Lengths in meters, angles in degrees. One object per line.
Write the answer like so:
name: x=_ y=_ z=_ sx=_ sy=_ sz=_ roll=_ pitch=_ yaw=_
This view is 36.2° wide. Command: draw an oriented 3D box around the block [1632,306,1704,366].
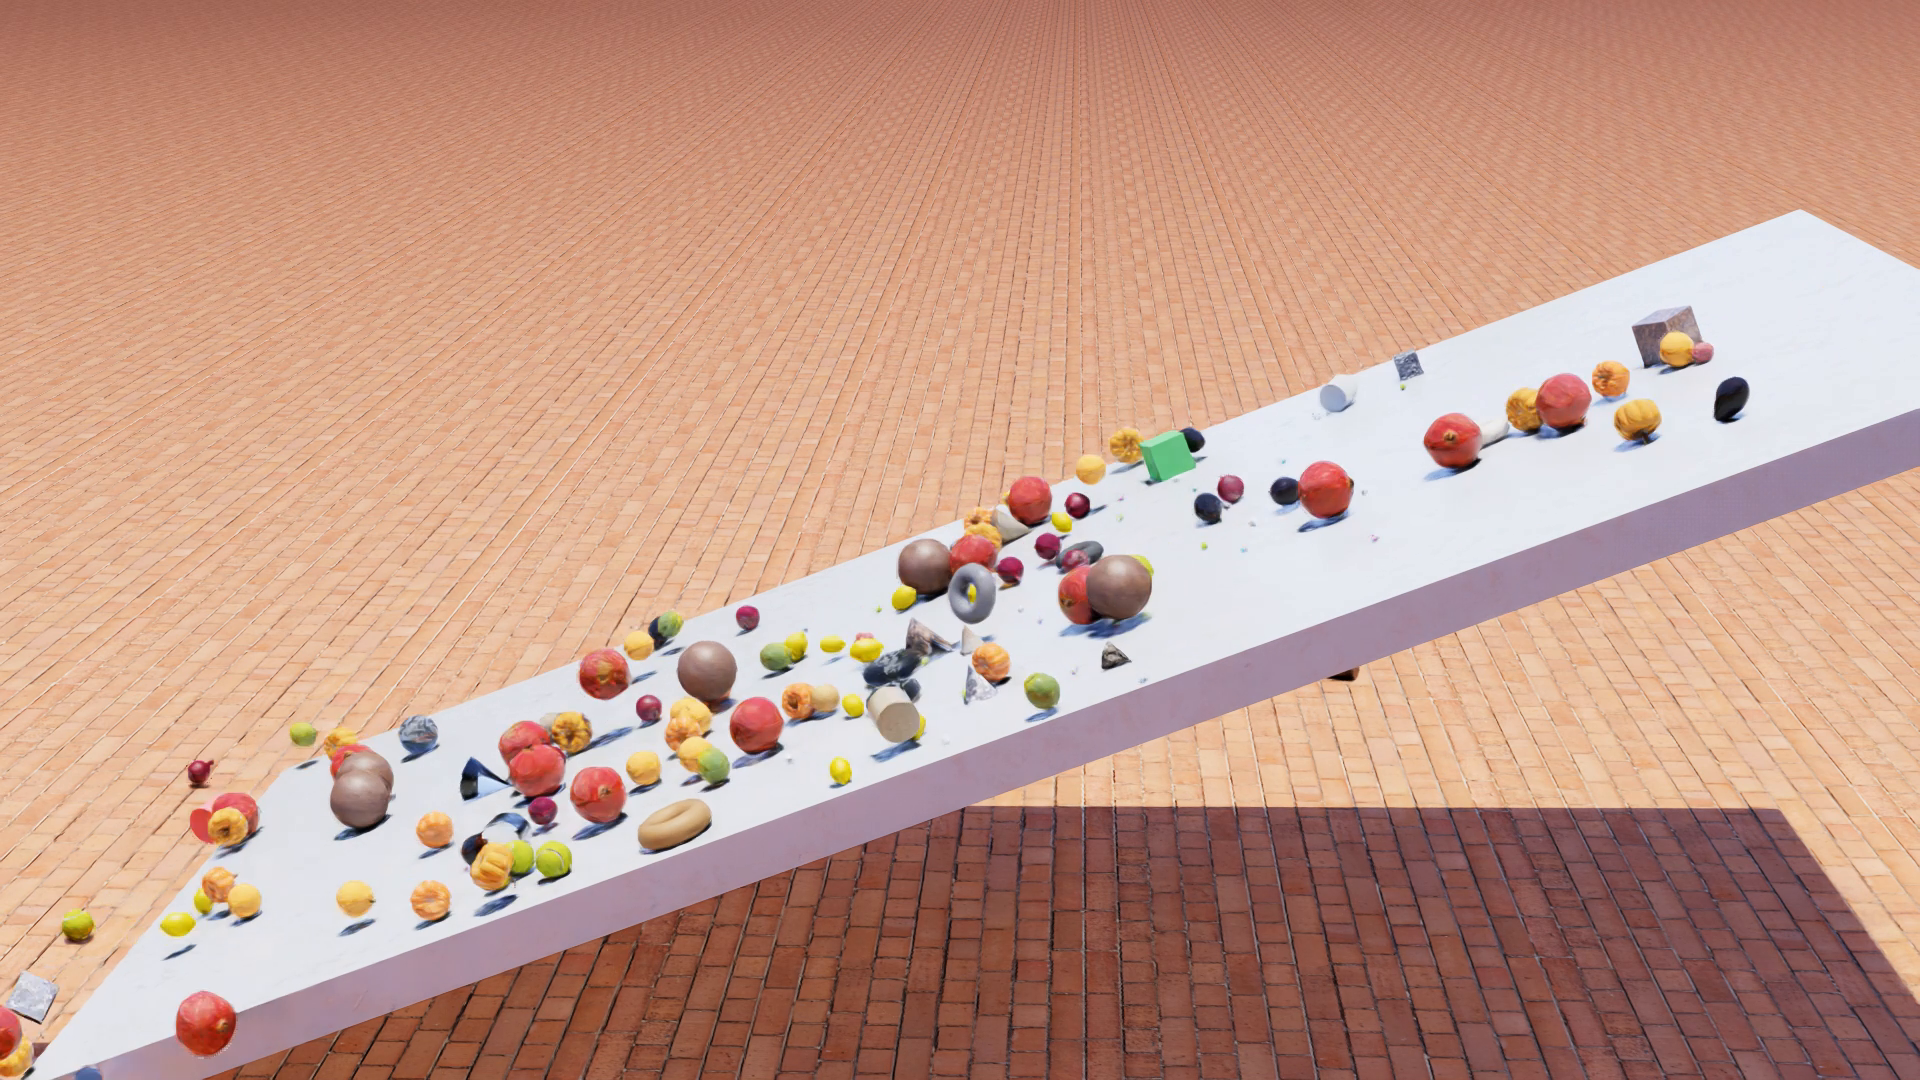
block: x=1.469 y=-0.423 z=6.103 sx=0.091 sy=0.091 sz=0.091 roll=-29 pitch=14 yaw=-33

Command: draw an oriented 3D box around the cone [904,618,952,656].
cone: x=-0.060 y=0.212 z=6.100 sx=0.092 sy=0.092 sz=0.092 roll=8 pitch=14 yaw=8

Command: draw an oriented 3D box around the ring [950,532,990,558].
ring: x=0.023 y=0.012 z=6.868 sx=0.104 sy=0.035 sz=0.104 roll=-20 pitch=13 yaw=5

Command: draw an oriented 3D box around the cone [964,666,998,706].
cone: x=0.028 y=0.269 z=5.611 sx=0.071 sy=0.071 sz=0.071 roll=-21 pitch=12 yaw=5

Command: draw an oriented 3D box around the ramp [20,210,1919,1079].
ramp: x=0.120 y=0.175 z=6.293 sx=4.000 sy=0.100 sz=2.000 roll=-20 pitch=12 yaw=7

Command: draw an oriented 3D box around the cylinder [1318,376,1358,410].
cylinder: x=0.879 y=-0.341 z=6.832 sx=0.069 sy=0.069 sz=0.069 roll=8 pitch=13 yaw=31

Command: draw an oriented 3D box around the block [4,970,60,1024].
block: x=-1.872 y=0.923 z=5.935 sx=0.078 sy=0.078 sz=0.078 roll=26 pitch=-20 yaw=-10

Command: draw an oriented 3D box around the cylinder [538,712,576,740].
cylinder: x=-0.910 y=0.419 z=6.644 sx=0.059 sy=0.059 sz=0.059 roll=-13 pitch=3 yaw=-42

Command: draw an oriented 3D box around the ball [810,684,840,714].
ball: x=-0.272 y=0.319 z=5.931 sx=0.060 sy=0.060 sz=0.060 roll=0 pitch=13 yaw=0

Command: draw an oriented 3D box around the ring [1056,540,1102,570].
ring: x=0.258 y=0.034 z=6.348 sx=0.108 sy=0.036 sz=0.108 roll=-20 pitch=13 yaw=5

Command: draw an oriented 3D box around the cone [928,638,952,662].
cone: x=-0.037 y=0.227 z=6.038 sx=0.050 sy=0.050 sz=0.050 roll=6 pitch=12 yaw=-9

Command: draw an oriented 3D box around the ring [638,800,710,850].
ring: x=-0.533 y=0.531 z=5.494 sx=0.146 sy=0.049 sz=0.146 roll=-21 pitch=13 yaw=5

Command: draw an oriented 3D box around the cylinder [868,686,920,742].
cylinder: x=-0.123 y=0.324 z=5.469 sx=0.082 sy=0.082 sz=0.082 roll=-4 pitch=19 yaw=-15

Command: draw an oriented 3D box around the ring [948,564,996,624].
ring: x=0.025 y=0.110 z=6.017 sx=0.042 sy=0.126 sz=0.126 roll=2 pitch=9 yaw=-42

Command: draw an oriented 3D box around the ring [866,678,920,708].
ring: x=-0.132 y=0.309 z=5.800 sx=0.116 sy=0.039 sz=0.116 roll=-22 pitch=12 yaw=5

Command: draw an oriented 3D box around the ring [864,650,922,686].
ring: x=-0.139 y=0.261 z=6.018 sx=0.127 sy=0.042 sz=0.127 roll=-20 pitch=13 yaw=5

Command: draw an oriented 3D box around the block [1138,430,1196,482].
block: x=0.482 y=-0.196 z=6.851 sx=0.087 sy=0.087 sz=0.087 roll=-24 pitch=12 yaw=-10

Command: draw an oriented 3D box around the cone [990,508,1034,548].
cone: x=0.125 y=-0.024 z=6.825 sx=0.096 sy=0.096 sz=0.096 roll=4 pitch=13 yaw=-10

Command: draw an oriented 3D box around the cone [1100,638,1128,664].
cone: x=0.296 y=0.220 z=5.471 sx=0.053 sy=0.053 sz=0.053 roll=33 pitch=27 yaw=23

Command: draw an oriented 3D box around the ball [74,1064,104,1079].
ball: x=-1.616 y=1.001 z=5.452 sx=0.055 sy=0.055 sz=0.055 roll=0 pitch=13 yaw=0

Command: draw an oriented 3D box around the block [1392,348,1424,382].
block: x=1.048 y=-0.410 z=6.884 sx=0.054 sy=0.054 sz=0.054 roll=-20 pitch=12 yaw=8

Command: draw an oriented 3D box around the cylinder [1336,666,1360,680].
cylinder: x=1.128 y=0.366 z=8.645 sx=0.077 sy=0.077 sz=0.077 roll=6 pitch=15 yaw=24

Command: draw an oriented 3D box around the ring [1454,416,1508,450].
ring: x=1.068 y=-0.219 z=6.027 sx=0.118 sy=0.039 sz=0.118 roll=-21 pitch=10 yaw=4

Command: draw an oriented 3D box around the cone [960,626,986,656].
cone: x=0.017 y=0.197 z=5.987 sx=0.058 sy=0.058 sz=0.058 roll=-21 pitch=12 yaw=5

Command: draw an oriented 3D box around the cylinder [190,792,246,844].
cylinder: x=-1.764 y=0.660 z=6.994 sx=0.093 sy=0.093 sz=0.093 roll=7 pitch=28 yaw=28

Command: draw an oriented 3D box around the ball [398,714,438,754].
ball: x=-1.297 y=0.465 z=7.043 sx=0.093 sy=0.093 sz=0.093 roll=0 pitch=13 yaw=0
